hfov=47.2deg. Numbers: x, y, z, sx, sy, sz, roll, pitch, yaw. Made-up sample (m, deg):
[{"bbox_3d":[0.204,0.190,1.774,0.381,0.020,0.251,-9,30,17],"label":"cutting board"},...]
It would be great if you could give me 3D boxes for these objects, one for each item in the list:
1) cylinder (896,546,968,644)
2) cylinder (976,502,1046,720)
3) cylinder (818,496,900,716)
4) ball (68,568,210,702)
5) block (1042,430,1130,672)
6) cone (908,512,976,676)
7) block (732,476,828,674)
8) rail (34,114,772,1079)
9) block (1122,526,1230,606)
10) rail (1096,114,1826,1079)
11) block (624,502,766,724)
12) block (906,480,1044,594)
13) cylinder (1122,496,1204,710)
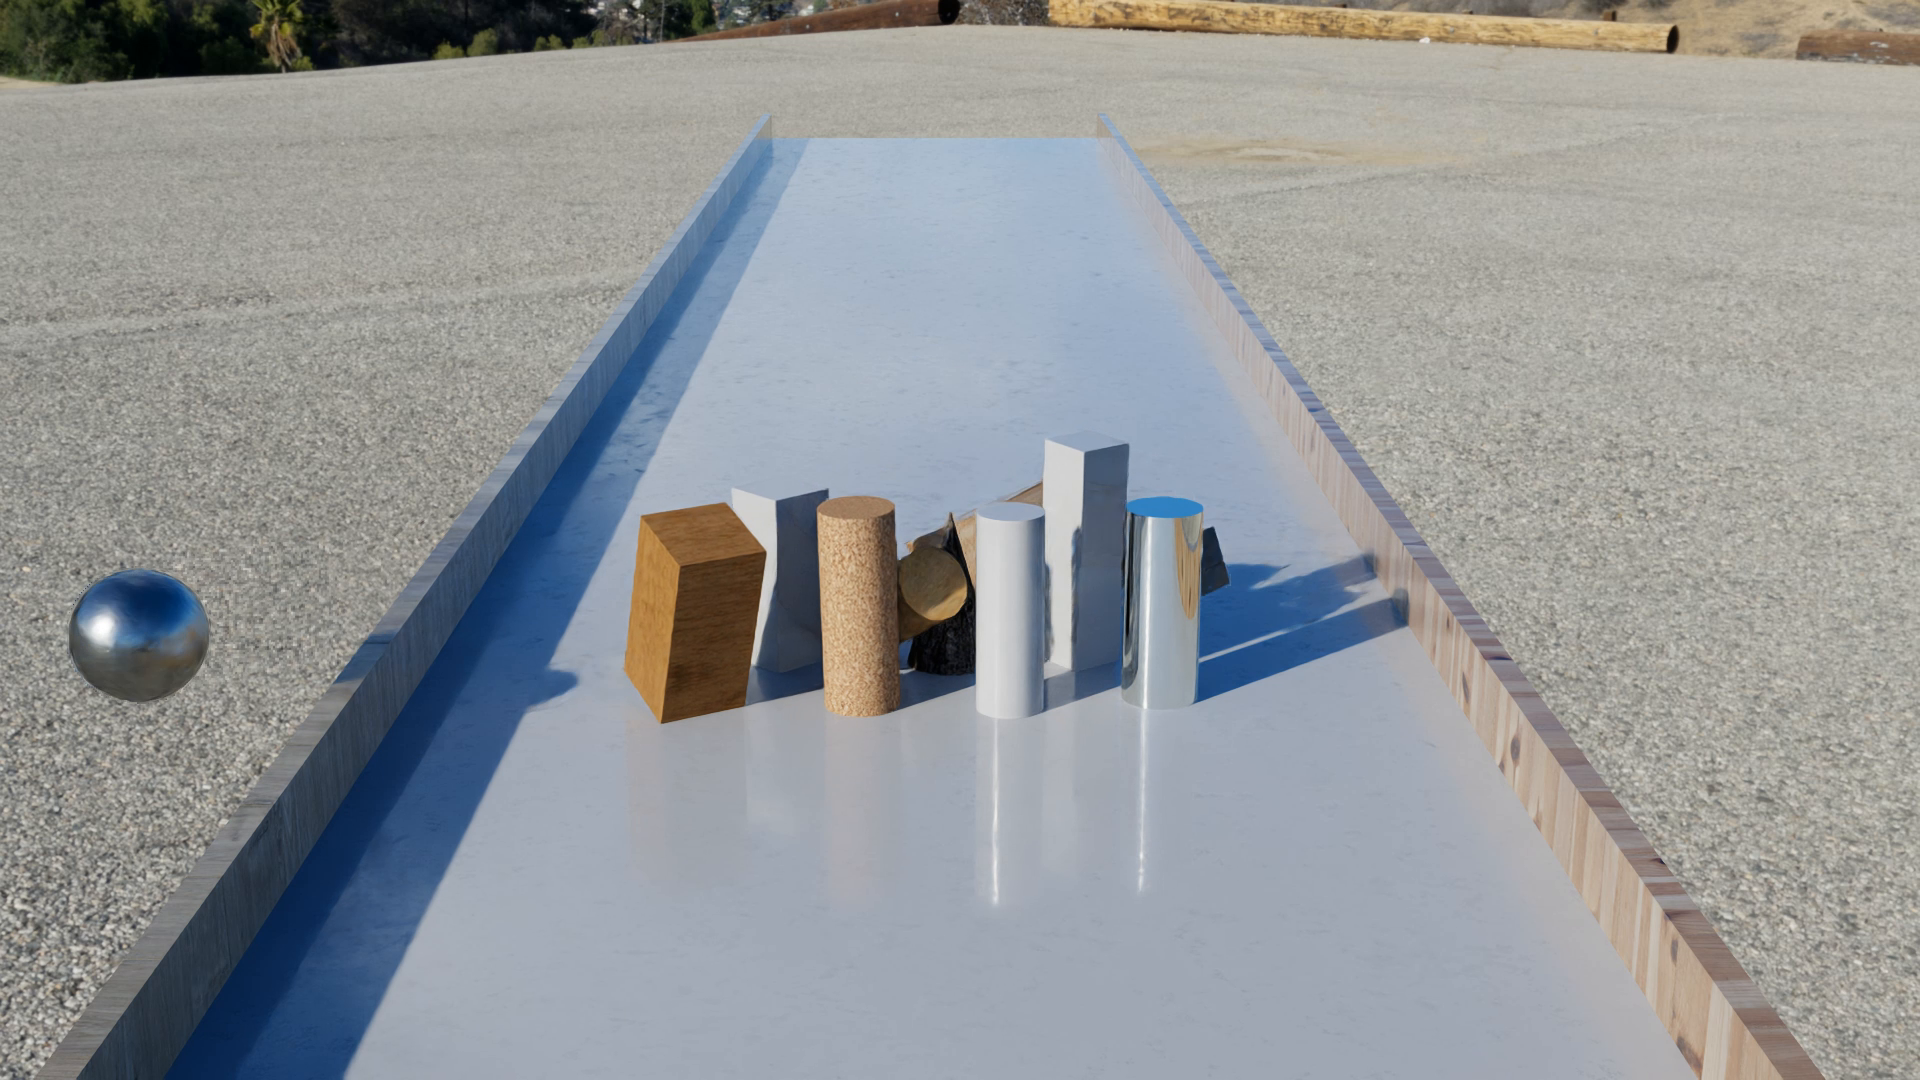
[{"bbox_3d":[-0.123,0.126,4.303,0.144,0.144,0.322,-10,-11,-30],"label":"cylinder"},{"bbox_3d":[0.094,0.132,4.110,0.129,0.384,0.129,0,17,0],"label":"cylinder"},{"bbox_3d":[-0.188,0.124,4.119,0.144,0.389,0.144,-1,18,0],"label":"cylinder"},{"bbox_3d":[-1.384,0.161,3.710,0.224,0.224,0.224,0,17,0],"label":"ball"},{"bbox_3d":[0.244,0.023,4.351,0.117,0.453,0.117,-12,22,-36],"label":"block"},{"bbox_3d":[-0.018,0.092,4.368,0.175,0.313,0.175,0,17,0],"label":"cone"},{"bbox_3d":[-0.355,0.068,4.376,0.135,0.354,0.135,-15,22,-42],"label":"block"},{"bbox_3d":[-1.118,-0.838,7.780,0.050,0.150,12.000,0,17,-1],"label":"rail"},{"bbox_3d":[0.333,0.078,4.511,0.419,0.120,0.120,-13,5,40],"label":"block"},{"bbox_3d":[0.932,-0.844,7.801,0.050,0.150,12.000,0,17,-1],"label":"rail"},{"bbox_3d":[-0.495,0.135,4.089,0.173,0.353,0.173,-10,38,-31],"label":"block"},{"bbox_3d":[0.076,0.006,4.585,0.156,0.156,0.423,-28,3,-30],"label":"block"},{"bbox_3d":[0.382,0.119,4.166,0.146,0.376,0.146,0,17,0],"label":"cylinder"}]
